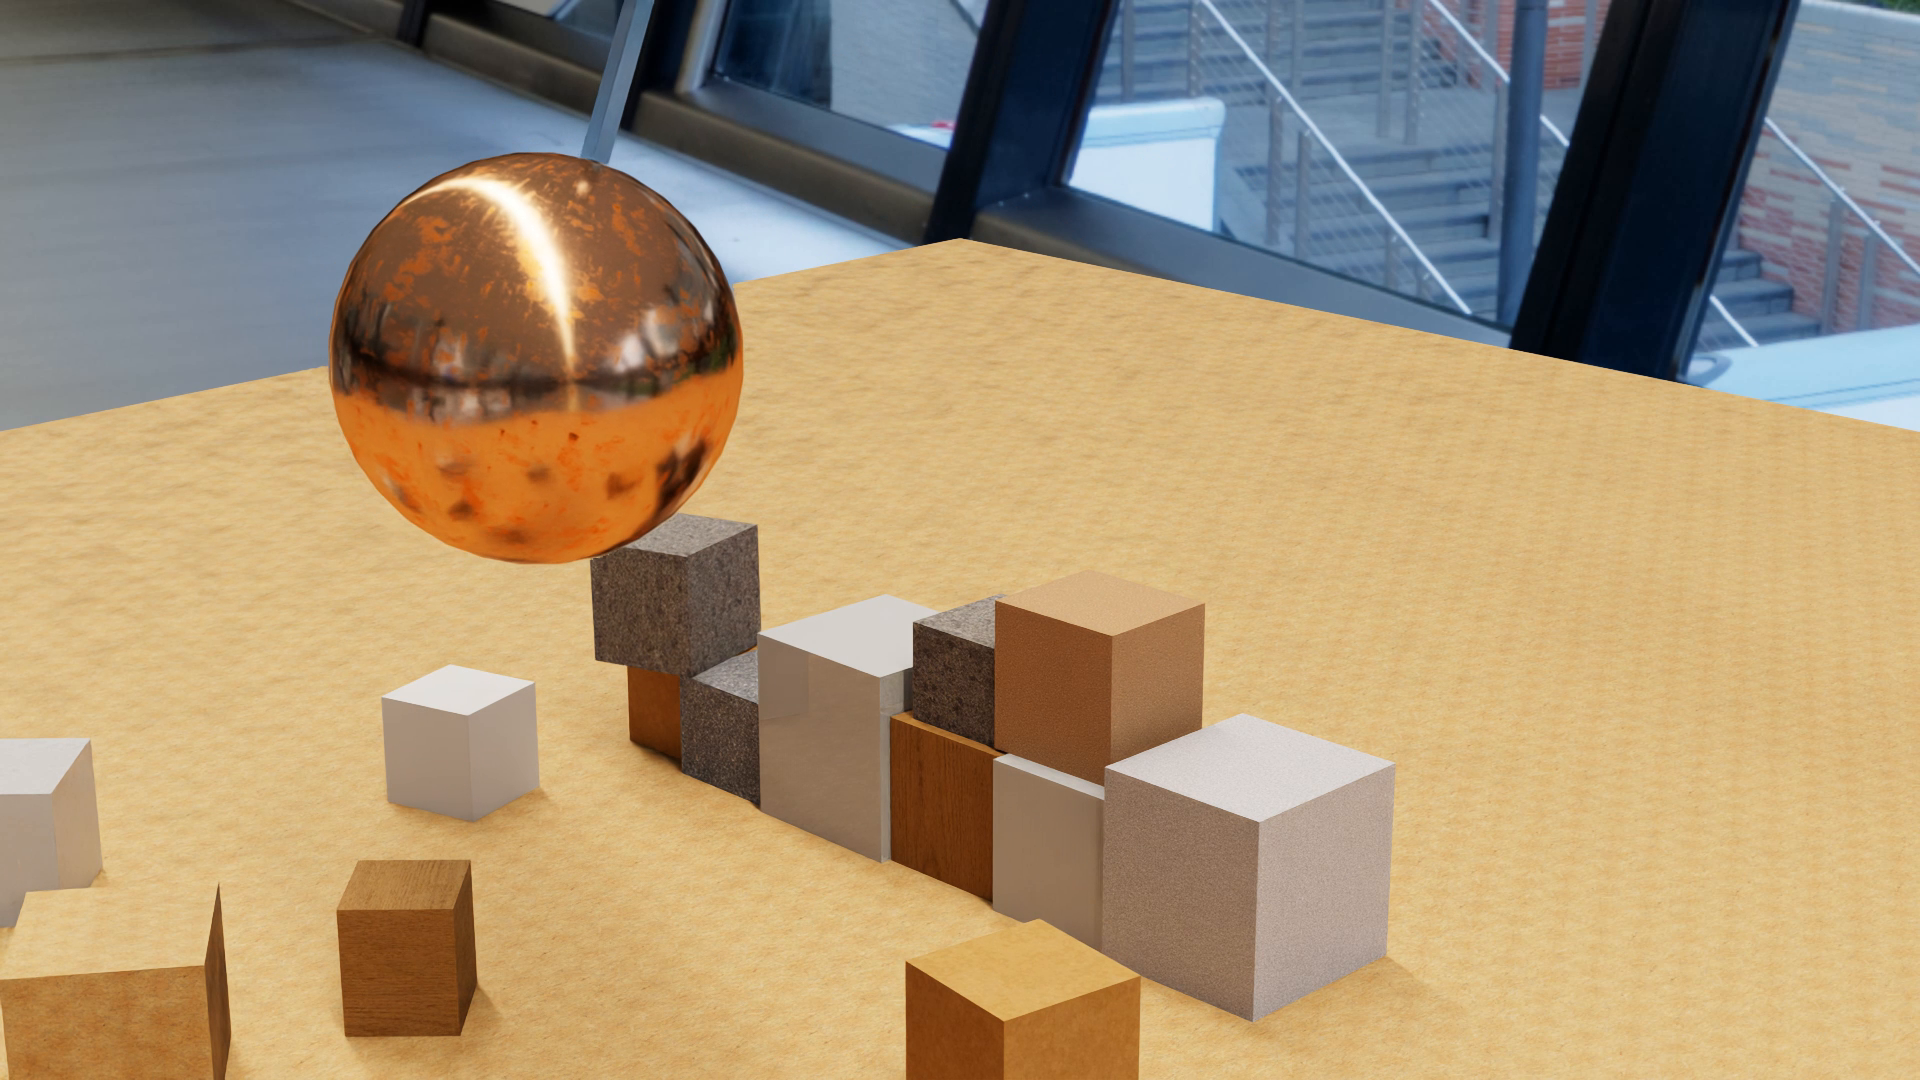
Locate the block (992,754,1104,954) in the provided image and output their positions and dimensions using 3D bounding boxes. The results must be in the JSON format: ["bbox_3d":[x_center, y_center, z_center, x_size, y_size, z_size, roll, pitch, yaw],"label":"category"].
[{"bbox_3d":[0.667,1.294,13.020,0.801,0.723,0.674,-17,24,-42],"label":"block"}]

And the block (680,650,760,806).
[{"bbox_3d":[-0.927,0.910,14.571,0.666,0.527,0.638,-17,24,-42],"label":"block"}]

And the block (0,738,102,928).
[{"bbox_3d":[-4.274,1.306,13.133,0.641,0.633,0.664,0,17,-1],"label":"block"}]

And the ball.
[{"bbox_3d":[-1.640,-0.702,11.402,1.600,1.600,1.600,0,17,0],"label":"ball"}]

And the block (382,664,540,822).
[{"bbox_3d":[-2.432,0.985,14.301,0.525,0.546,0.524,10,20,28],"label":"block"}]

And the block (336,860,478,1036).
[{"bbox_3d":[-2.270,1.676,12.071,0.467,0.564,0.492,0,17,-1],"label":"block"}]

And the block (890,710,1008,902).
[{"bbox_3d":[0.188,1.147,13.508,0.724,0.711,0.705,-17,24,-42],"label":"block"}]

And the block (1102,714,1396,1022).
[{"bbox_3d":[1.225,1.373,12.494,0.902,0.889,0.839,-17,24,-42],"label":"block"}]

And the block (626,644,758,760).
[{"bbox_3d":[-1.322,0.781,15.002,0.533,0.514,0.532,16,24,42],"label":"block"}]

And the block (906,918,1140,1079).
[{"bbox_3d":[0.236,1.920,11.186,0.643,0.630,0.627,-12,21,-34],"label":"block"}]

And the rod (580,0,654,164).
[{"bbox_3d":[-0.711,-3.972,11.348,0.080,5.200,0.080,17,1,42],"label":"rod"}]

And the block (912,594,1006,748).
[{"bbox_3d":[0.174,0.587,13.323,0.570,0.468,0.525,-17,24,-42],"label":"block"}]

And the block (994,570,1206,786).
[{"bbox_3d":[0.610,0.598,12.876,0.681,0.692,0.612,16,24,42],"label":"block"}]

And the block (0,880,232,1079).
[{"bbox_3d":[-3.270,1.820,11.421,0.744,0.679,0.798,-3,18,-9],"label":"block"}]

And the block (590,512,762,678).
[{"bbox_3d":[-1.424,0.263,14.734,0.585,0.623,0.629,8,19,29],"label":"block"}]

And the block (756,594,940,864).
[{"bbox_3d":[-0.365,0.881,14.013,0.834,0.915,0.858,-16,24,-42],"label":"block"}]
